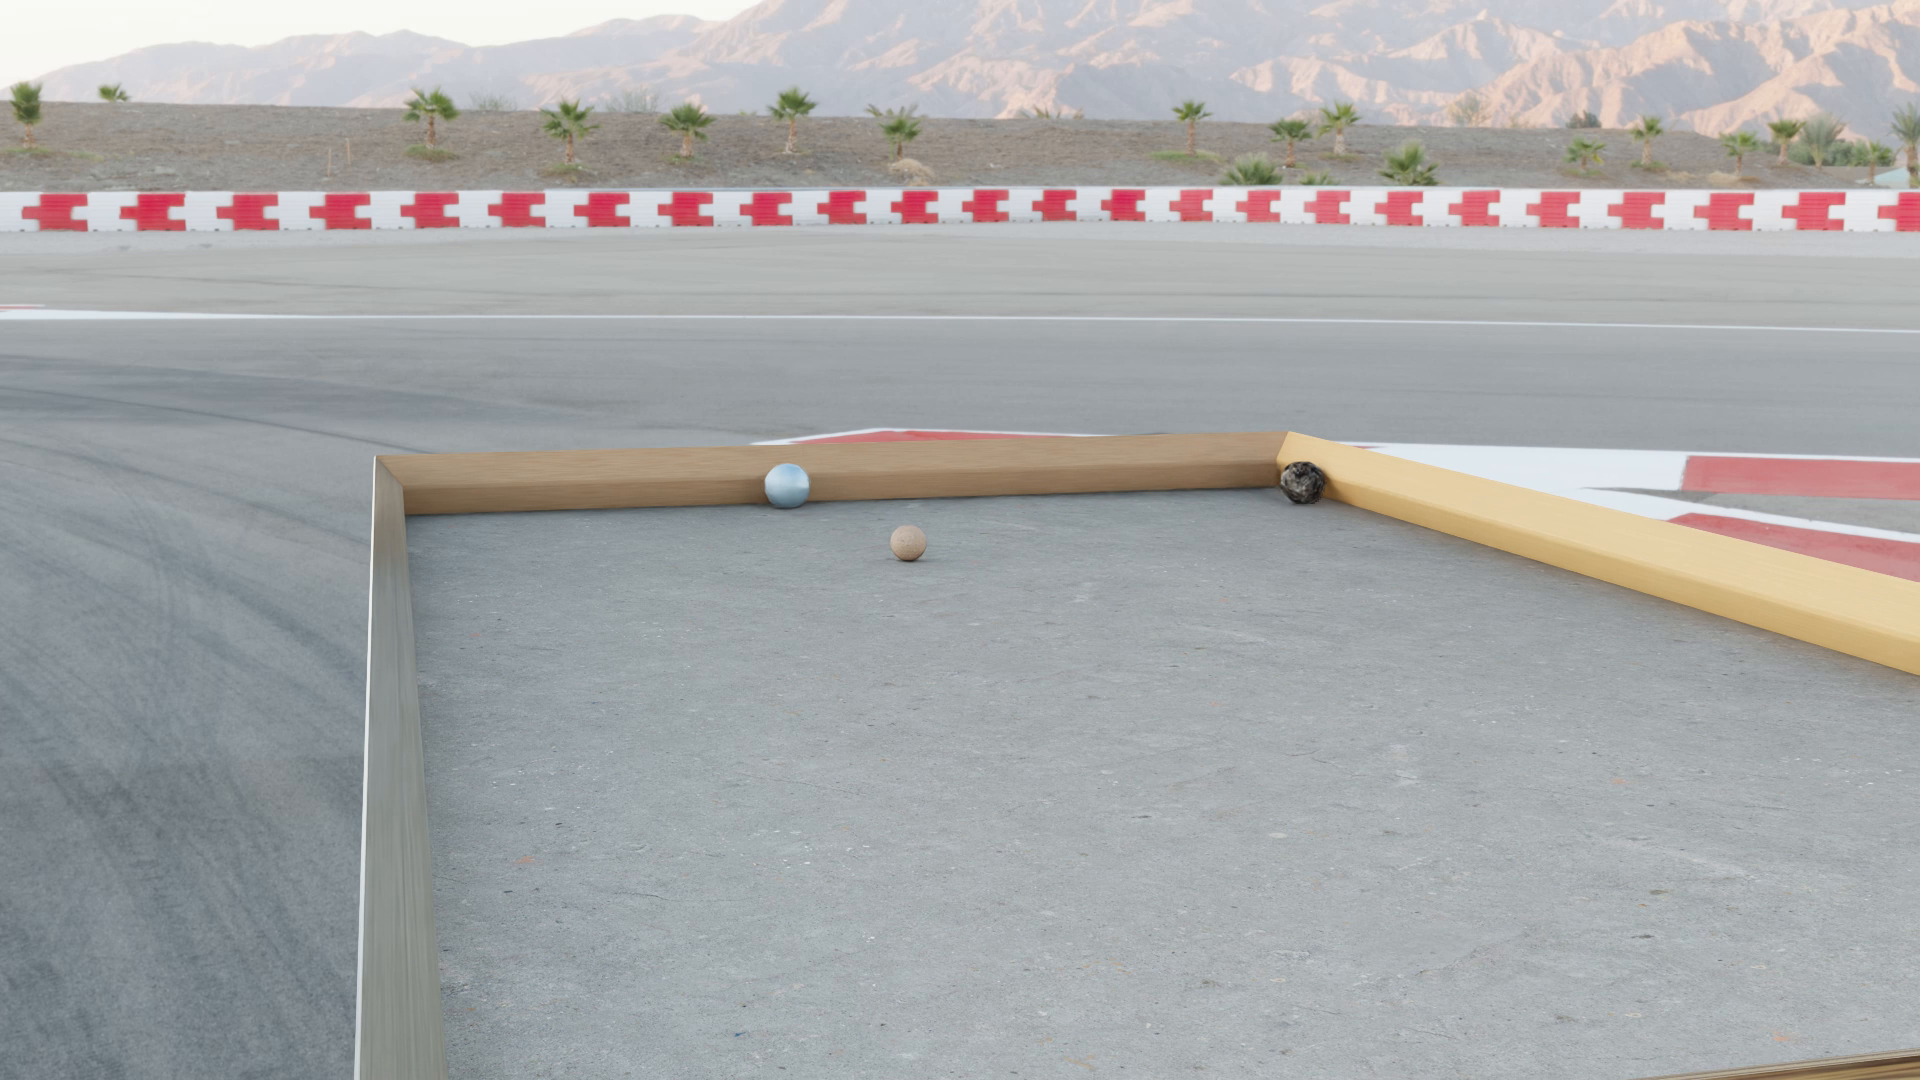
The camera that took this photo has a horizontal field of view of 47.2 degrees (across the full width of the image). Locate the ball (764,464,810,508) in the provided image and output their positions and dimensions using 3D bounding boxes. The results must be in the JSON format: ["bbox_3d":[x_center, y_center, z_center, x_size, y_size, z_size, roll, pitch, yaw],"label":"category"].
[{"bbox_3d":[-0.310,-0.097,3.931,0.080,0.080,0.080,0,8,0],"label":"ball"}]

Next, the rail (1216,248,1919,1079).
[{"bbox_3d":[0.571,0.305,1.147,1.712,0.104,0.045,43,-4,-16],"label":"rail"}]

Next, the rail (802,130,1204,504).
[{"bbox_3d":[-0.189,-0.126,4.038,1.712,0.104,0.045,-45,16,-5],"label":"rail"}]

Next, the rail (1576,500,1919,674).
[{"bbox_3d":[0.997,0.059,2.800,0.045,0.104,3.037,-2,9,-14],"label":"rail"}]

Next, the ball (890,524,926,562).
[{"bbox_3d":[-0.078,0.004,3.337,0.056,0.056,0.056,0,8,0],"label":"ball"}]

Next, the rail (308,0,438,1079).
[{"bbox_3d":[-0.624,0.119,2.391,0.104,3.037,0.045,-2,9,-14],"label":"rail"}]
